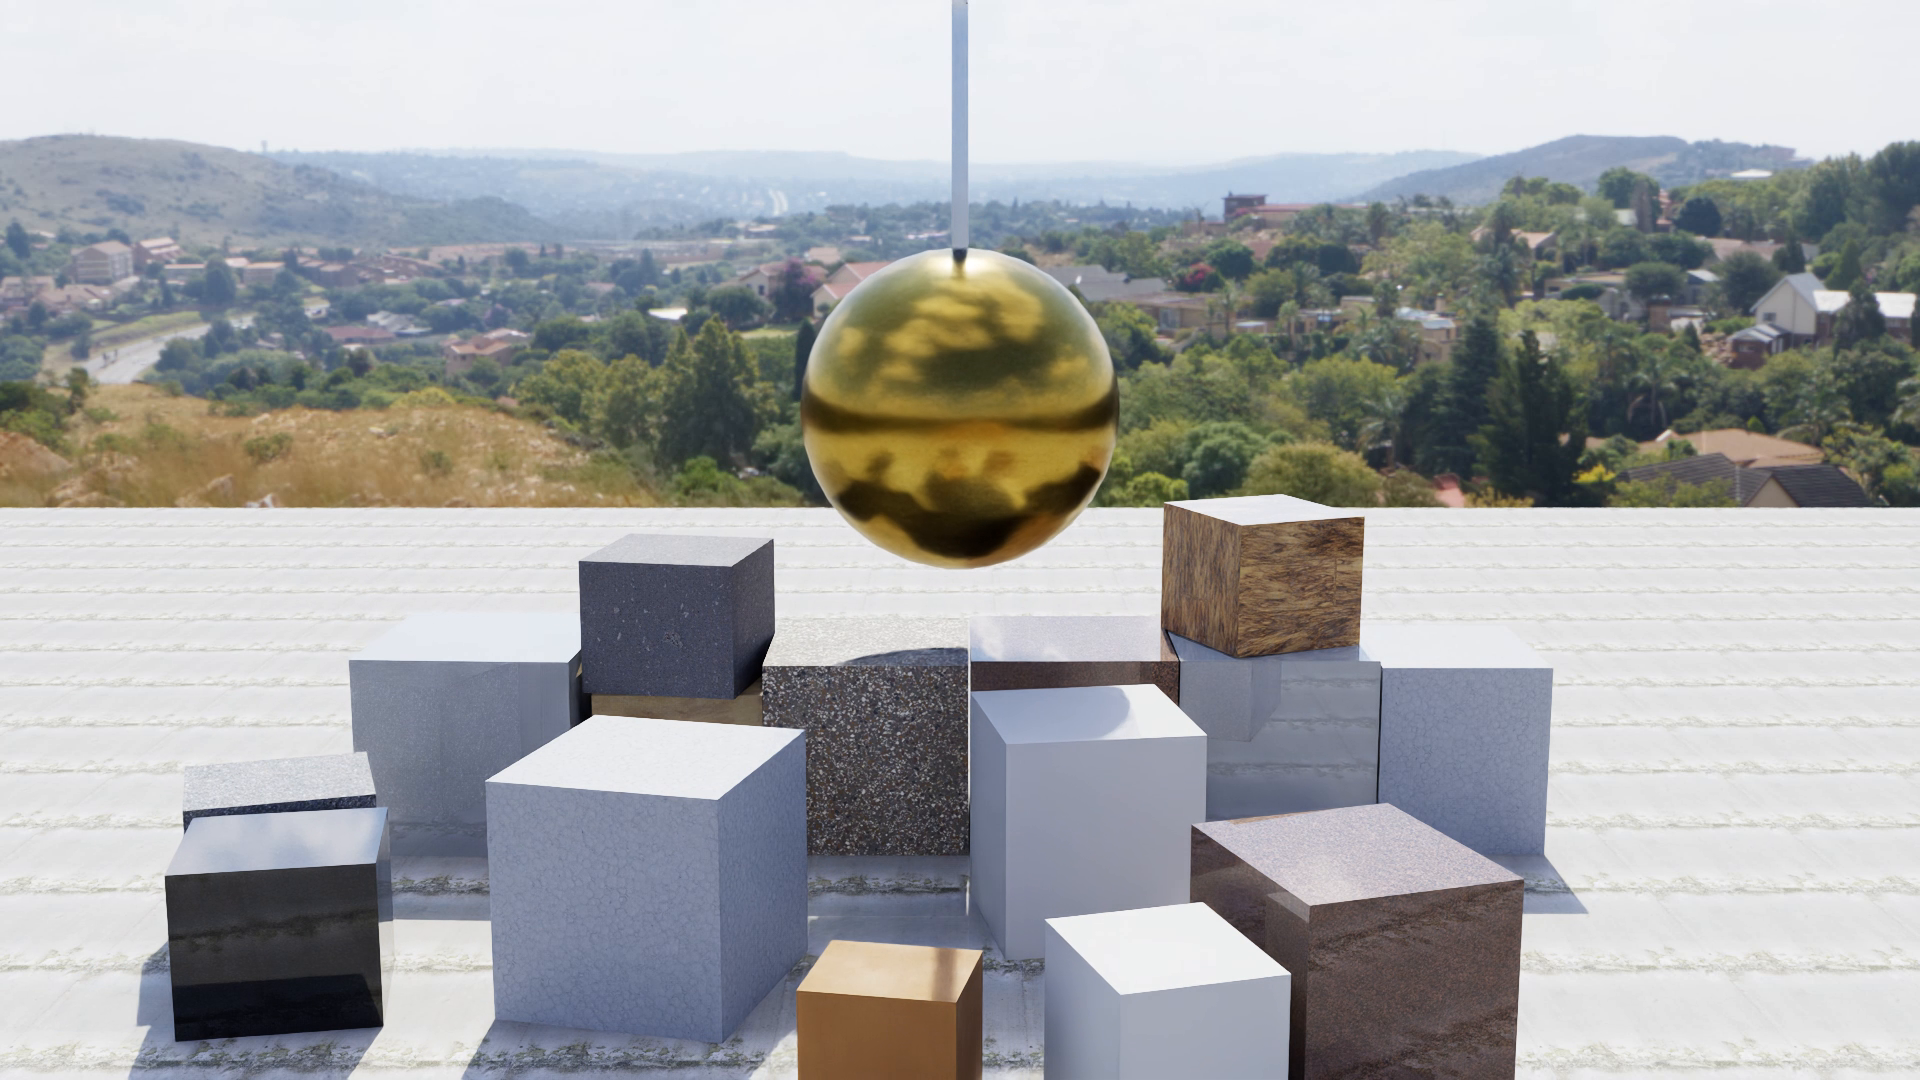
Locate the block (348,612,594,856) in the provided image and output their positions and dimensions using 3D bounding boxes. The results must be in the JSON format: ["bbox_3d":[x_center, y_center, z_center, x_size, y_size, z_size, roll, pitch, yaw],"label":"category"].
[{"bbox_3d":[-2.425,0.981,11.383,1.083,0.997,1.126,0,10,3],"label":"block"}]

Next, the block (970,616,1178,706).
[{"bbox_3d":[0.561,0.987,11.368,1.016,0.990,1.038,0,10,0],"label":"block"}]

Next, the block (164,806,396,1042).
[{"bbox_3d":[-2.775,1.563,9.055,0.798,0.686,0.759,-2,10,-11],"label":"block"}]

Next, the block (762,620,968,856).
[{"bbox_3d":[-0.461,1.000,11.360,1.010,0.968,1.037,0,10,0],"label":"block"}]

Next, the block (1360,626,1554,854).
[{"bbox_3d":[2.494,1.010,11.344,0.834,0.954,0.963,0,10,0],"label":"block"}]

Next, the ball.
[{"bbox_3d":[0.000,-0.653,10.971,1.600,1.600,1.600,0,10,0],"label":"ball"}]

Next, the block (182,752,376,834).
[{"bbox_3d":[-3.028,1.412,9.833,0.796,0.703,0.711,-3,11,-18],"label":"block"}]

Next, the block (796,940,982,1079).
[{"bbox_3d":[-0.244,1.823,7.913,0.569,0.581,0.501,2,10,11],"label":"block"}]

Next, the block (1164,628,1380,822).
[{"bbox_3d":[1.575,0.993,11.353,0.985,0.984,0.946,0,10,0],"label":"block"}]

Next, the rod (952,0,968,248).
[{"bbox_3d":[0.000,-4.007,10.413,0.080,5.200,0.080,0,9,0],"label":"rod"}]

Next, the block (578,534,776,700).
[{"bbox_3d":[-1.419,0.374,11.158,0.779,0.665,0.779,2,10,10],"label":"block"}]

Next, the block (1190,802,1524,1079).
[{"bbox_3d":[1.462,1.597,8.291,0.861,0.890,0.974,-3,11,-19],"label":"block"}]

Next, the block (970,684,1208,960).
[{"bbox_3d":[0.558,1.253,9.966,0.883,0.970,0.920,-2,10,-9],"label":"block"}]

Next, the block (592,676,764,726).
[{"bbox_3d":[-1.397,1.082,11.369,0.843,0.804,0.914,0,10,0],"label":"block"}]

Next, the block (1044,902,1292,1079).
[{"bbox_3d":[0.715,1.777,7.777,0.619,0.720,0.749,-3,11,-17],"label":"block"}]

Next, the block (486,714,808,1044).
[{"bbox_3d":[-1.275,1.378,9.193,0.981,0.999,1.055,3,11,15],"label":"block"}]

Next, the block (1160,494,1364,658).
[{"bbox_3d":[1.541,0.168,11.274,0.724,0.661,0.757,-4,11,-24],"label":"block"}]
